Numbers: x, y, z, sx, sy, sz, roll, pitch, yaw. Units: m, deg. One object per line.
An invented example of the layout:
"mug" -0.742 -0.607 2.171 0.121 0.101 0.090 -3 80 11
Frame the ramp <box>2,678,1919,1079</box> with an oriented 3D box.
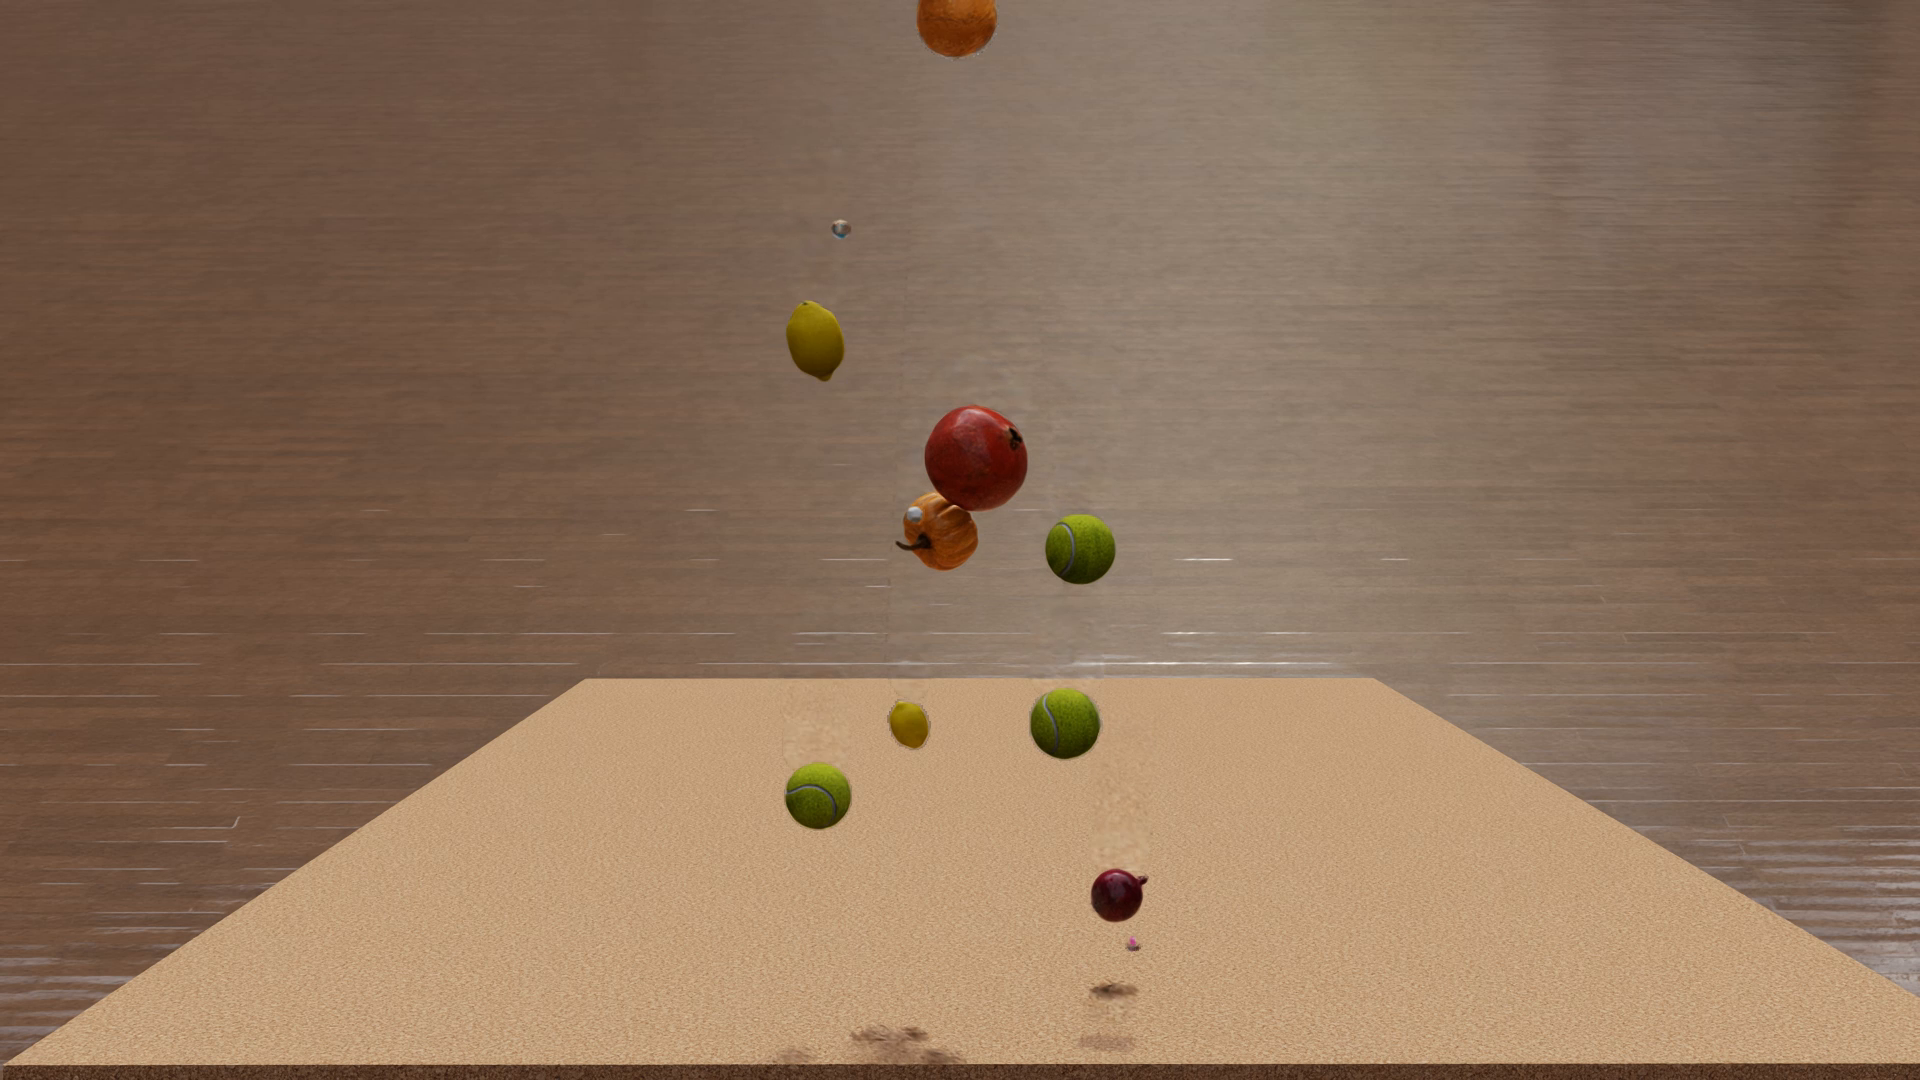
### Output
"ramp" 0.053 0.484 4.539 2.000 0.100 4.000 0 2 0
